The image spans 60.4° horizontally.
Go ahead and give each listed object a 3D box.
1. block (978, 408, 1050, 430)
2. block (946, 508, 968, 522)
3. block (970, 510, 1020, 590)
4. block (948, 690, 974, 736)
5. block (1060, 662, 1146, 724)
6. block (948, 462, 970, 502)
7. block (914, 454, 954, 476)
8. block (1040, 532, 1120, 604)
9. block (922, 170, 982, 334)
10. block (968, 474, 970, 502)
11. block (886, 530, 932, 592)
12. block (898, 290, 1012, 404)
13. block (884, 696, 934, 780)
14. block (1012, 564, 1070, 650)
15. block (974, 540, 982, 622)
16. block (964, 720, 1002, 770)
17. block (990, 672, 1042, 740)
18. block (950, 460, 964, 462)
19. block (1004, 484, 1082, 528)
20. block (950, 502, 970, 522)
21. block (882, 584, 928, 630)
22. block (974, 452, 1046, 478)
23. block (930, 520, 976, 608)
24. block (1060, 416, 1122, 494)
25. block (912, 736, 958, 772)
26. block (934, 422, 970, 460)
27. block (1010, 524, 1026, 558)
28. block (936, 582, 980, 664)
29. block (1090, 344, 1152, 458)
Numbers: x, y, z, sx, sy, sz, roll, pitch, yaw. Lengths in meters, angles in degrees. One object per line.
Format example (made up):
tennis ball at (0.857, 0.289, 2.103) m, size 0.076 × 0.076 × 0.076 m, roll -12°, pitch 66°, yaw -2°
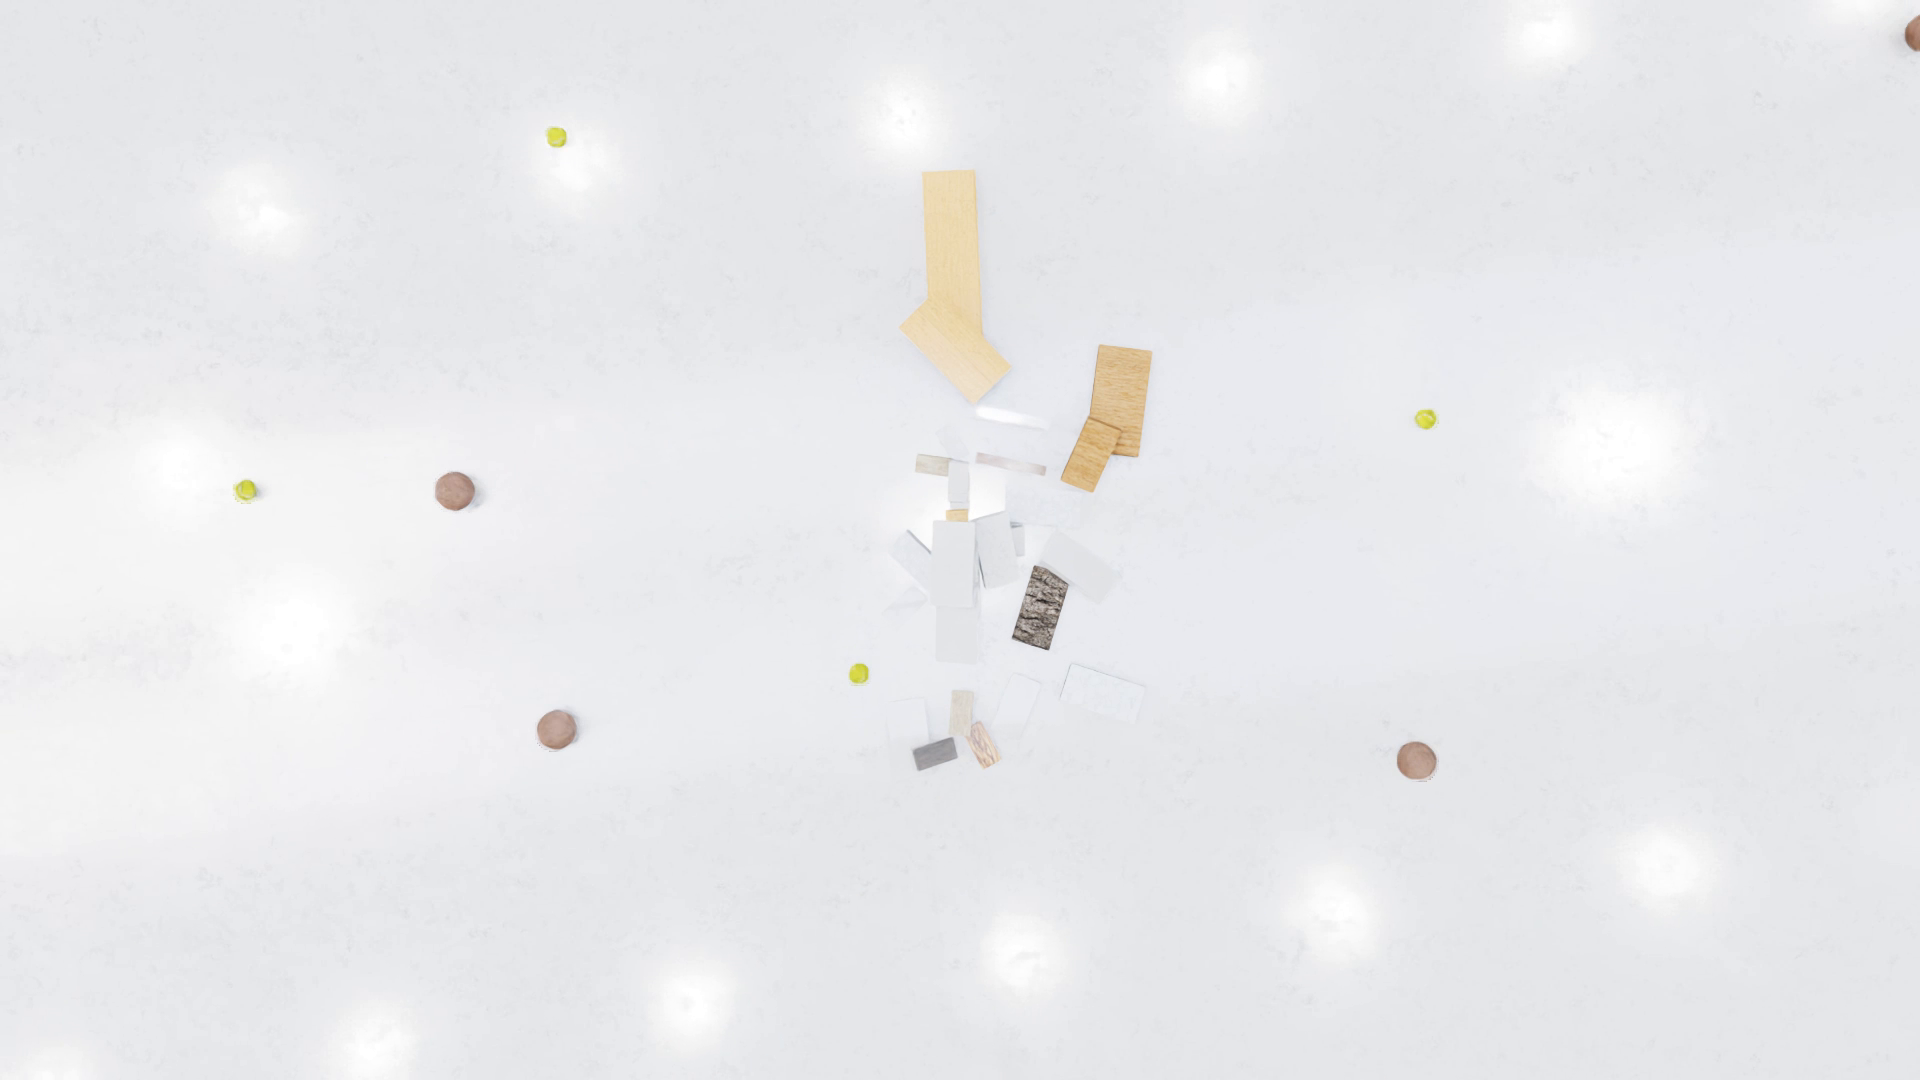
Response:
block at (0.178, -0.401, 5.441) m, size 0.233 × 0.117 × 0.033 m, roll 10°, pitch 93°, yaw 0°
block at (-0.009, -0.027, 5.462) m, size 0.075 × 0.021 × 0.149 m, roll -2°, pitch 107°, yaw 1°
block at (0.117, 0.034, 5.422) m, size 0.121 × 0.034 × 0.241 m, roll -16°, pitch 110°, yaw -10°
block at (0.004, 0.576, 5.477) m, size 0.073 × 0.021 × 0.146 m, roll 4°, pitch 83°, yaw 5°
block at (0.473, 0.510, 5.482) m, size 0.259 × 0.037 × 0.130 m, roll 18°, pitch 90°, yaw 0°
block at (-0.006, -0.191, 5.438) m, size 0.066 × 0.019 × 0.131 m, roll 3°, pitch 108°, yaw 1°
block at (-0.085, -0.248, 5.481) m, size 0.122 × 0.017 × 0.061 m, roll 8°, pitch 108°, yaw 1°
block at (0.395, 0.095, 5.460) m, size 0.241 × 0.034 × 0.121 m, roll 36°, pitch 66°, yaw 0°
block at (-0.023, -0.912, 5.475) m, size 0.176 × 0.050 × 0.619 m, roll -3°, pitch 90°, yaw 0°
block at (0.001, -0.156, 5.469) m, size 0.066 × 0.019 × 0.131 m, roll 0°, pitch 108°, yaw 2°
block at (-0.135, 0.071, 5.467) m, size 0.202 × 0.029 × 0.101 m, roll 44°, pitch 112°, yaw 0°
block at (-0.016, -0.632, 5.425) m, size 0.176 × 0.050 × 0.353 m, roll -45°, pitch 90°, yaw 0°
block at (-0.168, 0.660, 5.482) m, size 0.130 × 0.037 × 0.259 m, roll -8°, pitch 90°, yaw 0°
block at (0.270, 0.225, 5.482) m, size 0.130 × 0.037 × 0.259 m, roll 17°, pitch 90°, yaw 0°
block at (-0.004, 0.135, 5.419) m, size 0.137 × 0.039 × 0.275 m, roll 0°, pitch 113°, yaw 8°
block at (0.072, 0.683, 5.490) m, size 0.073 × 0.021 × 0.146 m, roll -29°, pitch 90°, yaw 0°
block at (0.186, 0.552, 5.486) m, size 0.101 × 0.029 × 0.203 m, roll 22°, pitch 90°, yaw 0°
block at (-0.006, -0.203, 5.473) m, size 0.061 × 0.017 × 0.122 m, roll 6°, pitch 108°, yaw 0°
block at (0.276, -0.110, 5.483) m, size 0.251 × 0.034 × 0.121 m, roll 6°, pitch 90°, yaw 0°
block at (-0.002, -0.063, 5.474) m, size 0.066 × 0.019 × 0.131 m, roll 1°, pitch 105°, yaw 0°
block at (-0.184, 0.223, 5.489) m, size 0.149 × 0.021 × 0.075 m, roll -42°, pitch 90°, yaw 0°
block at (0.166, -0.248, 5.442) m, size 0.233 × 0.117 × 0.033 m, roll 12°, pitch 90°, yaw 0°
block at (-0.022, 0.076, 5.336) m, size 0.137 × 0.039 × 0.275 m, roll 3°, pitch 96°, yaw 8°
block at (0.431, -0.281, 5.438) m, size 0.117 × 0.033 × 0.233 m, roll 21°, pitch 111°, yaw -5°
block at (-0.082, 0.707, 5.458) m, size 0.146 × 0.021 × 0.073 m, roll -15°, pitch 93°, yaw -25°
block at (-0.026, -0.323, 5.491) m, size 0.061 × 0.017 × 0.122 m, roll -33°, pitch 90°, yaw 0°
block at (0.114, 0.012, 5.448) m, size 0.203 × 0.029 × 0.101 m, roll -7°, pitch 108°, yaw -13°
block at (-0.008, 0.272, 5.427) m, size 0.137 × 0.039 × 0.274 m, roll 4°, pitch 110°, yaw 7°
block at (0.526, -0.461, 5.475) m, size 0.176 × 0.050 × 0.353 m, roll 7°, pitch 90°, yaw 0°
